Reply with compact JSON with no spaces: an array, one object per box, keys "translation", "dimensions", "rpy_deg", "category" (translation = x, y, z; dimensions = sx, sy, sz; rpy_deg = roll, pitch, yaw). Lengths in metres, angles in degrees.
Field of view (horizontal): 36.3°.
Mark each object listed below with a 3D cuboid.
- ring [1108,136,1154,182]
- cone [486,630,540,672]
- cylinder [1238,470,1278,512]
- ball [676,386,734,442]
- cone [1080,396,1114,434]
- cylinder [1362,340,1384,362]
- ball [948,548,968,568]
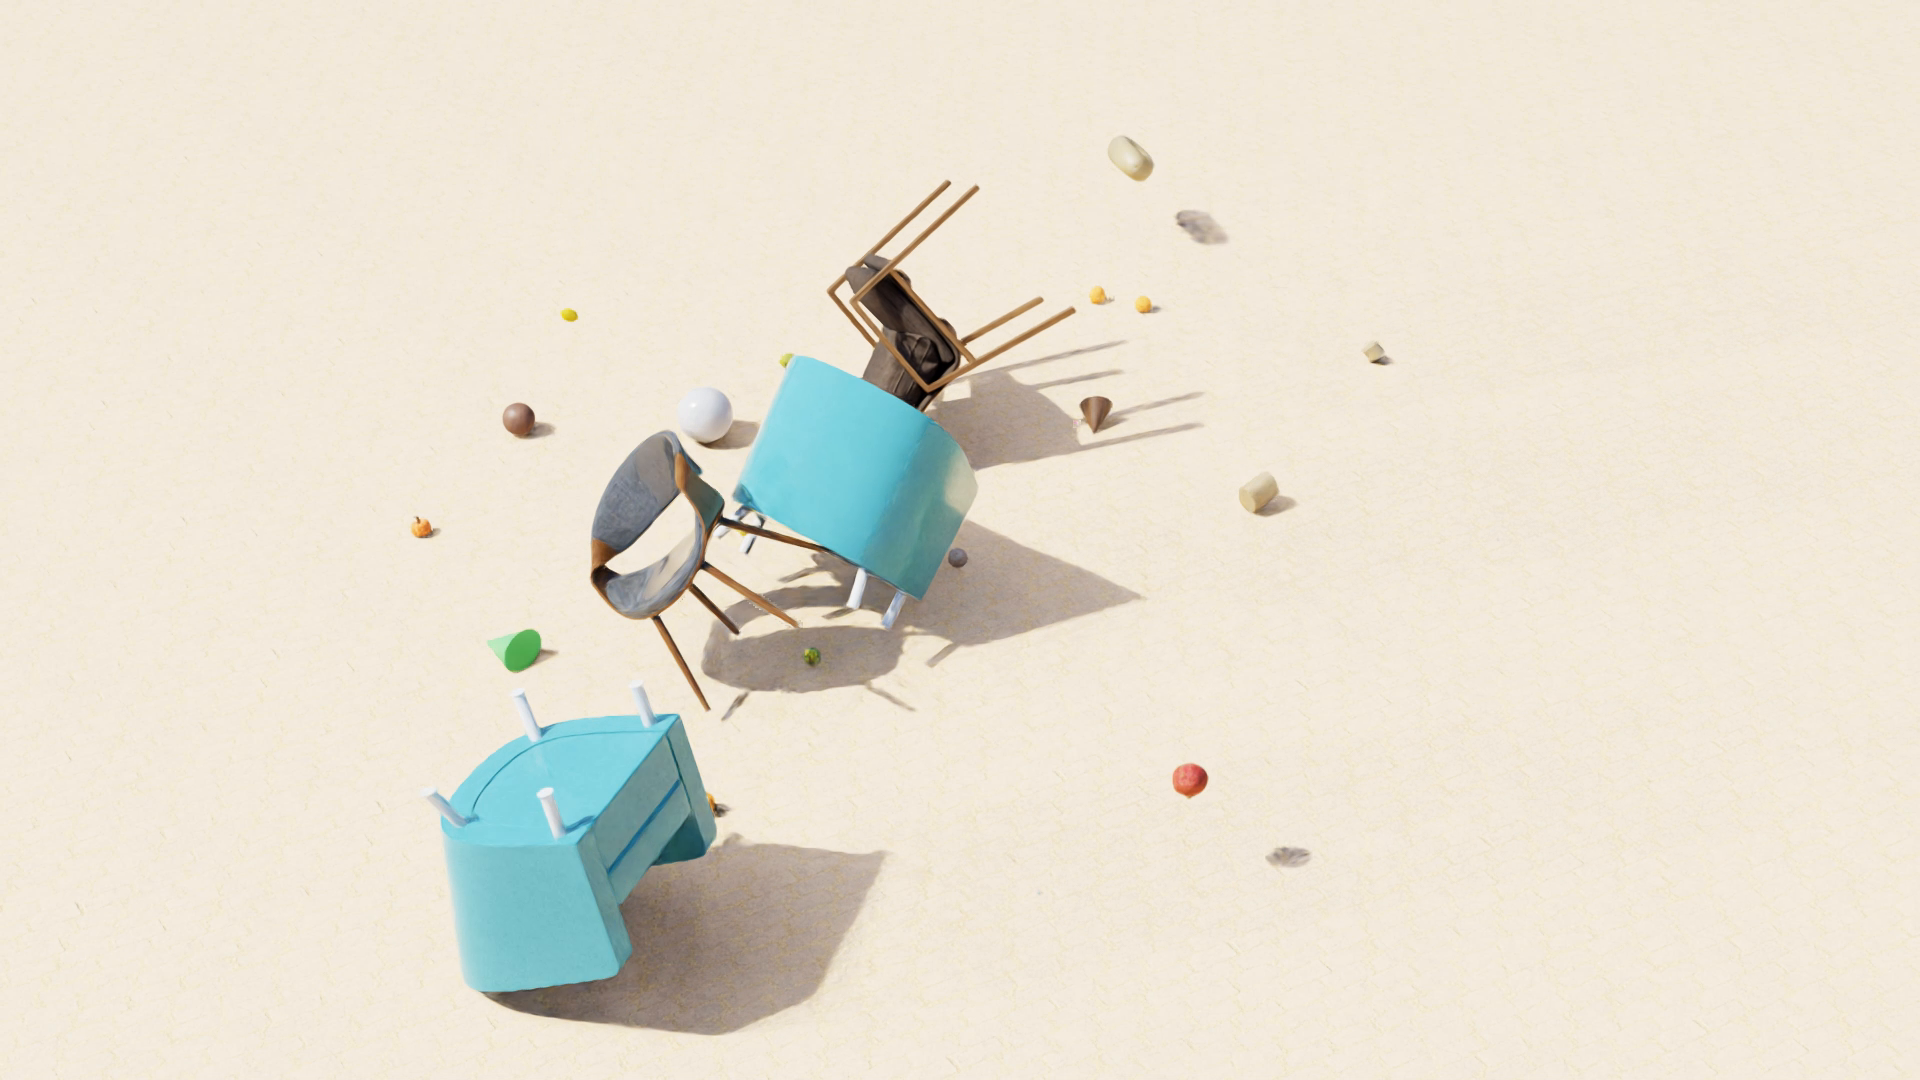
[{"translation":[0.743,-1.662,12.761],"dimensions":[0.207,0.114,0.380],"rpy_deg":[34,14,-19],"category":"ring"},{"translation":[-1.606,0.373,10.321],"dimensions":[0.222,0.125,0.175],"rpy_deg":[10,50,45],"category":"cone"},{"translation":[1.127,-0.183,11.083],"dimensions":[0.119,0.128,0.095],"rpy_deg":[-35,57,-20],"category":"cylinder"},{"translation":[-0.999,-0.492,11.489],"dimensions":[0.223,0.223,0.223],"rpy_deg":[0,33,0],"category":"ball"},{"translation":[0.534,-0.475,11.610],"dimensions":[0.123,0.147,0.139],"rpy_deg":[27,54,-31],"category":"cone"},{"translation":[1.695,-0.775,12.034],"dimensions":[0.067,0.058,0.078],"rpy_deg":[-52,16,-27],"category":"cylinder"},{"translation":[-0.008,0.066,10.777],"dimensions":[0.074,0.074,0.074],"rpy_deg":[0,33,0],"category":"ball"}]
